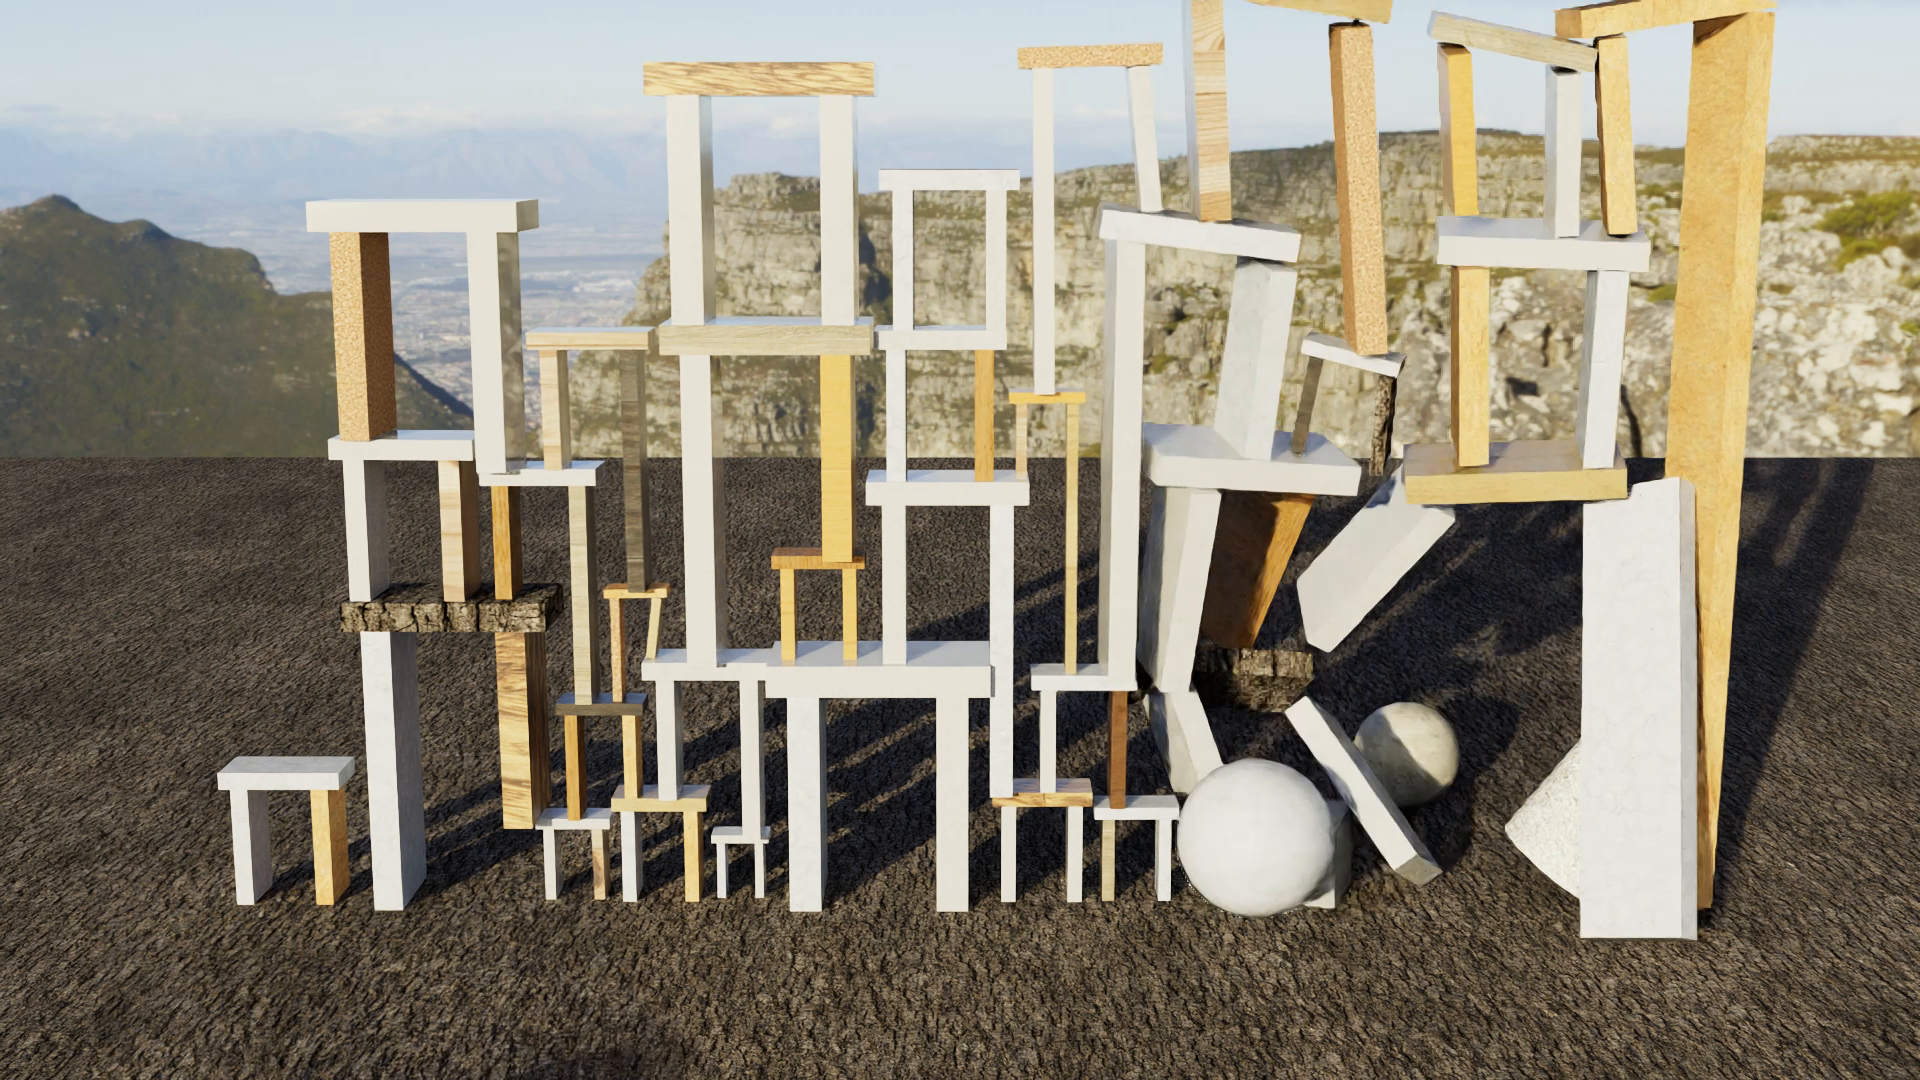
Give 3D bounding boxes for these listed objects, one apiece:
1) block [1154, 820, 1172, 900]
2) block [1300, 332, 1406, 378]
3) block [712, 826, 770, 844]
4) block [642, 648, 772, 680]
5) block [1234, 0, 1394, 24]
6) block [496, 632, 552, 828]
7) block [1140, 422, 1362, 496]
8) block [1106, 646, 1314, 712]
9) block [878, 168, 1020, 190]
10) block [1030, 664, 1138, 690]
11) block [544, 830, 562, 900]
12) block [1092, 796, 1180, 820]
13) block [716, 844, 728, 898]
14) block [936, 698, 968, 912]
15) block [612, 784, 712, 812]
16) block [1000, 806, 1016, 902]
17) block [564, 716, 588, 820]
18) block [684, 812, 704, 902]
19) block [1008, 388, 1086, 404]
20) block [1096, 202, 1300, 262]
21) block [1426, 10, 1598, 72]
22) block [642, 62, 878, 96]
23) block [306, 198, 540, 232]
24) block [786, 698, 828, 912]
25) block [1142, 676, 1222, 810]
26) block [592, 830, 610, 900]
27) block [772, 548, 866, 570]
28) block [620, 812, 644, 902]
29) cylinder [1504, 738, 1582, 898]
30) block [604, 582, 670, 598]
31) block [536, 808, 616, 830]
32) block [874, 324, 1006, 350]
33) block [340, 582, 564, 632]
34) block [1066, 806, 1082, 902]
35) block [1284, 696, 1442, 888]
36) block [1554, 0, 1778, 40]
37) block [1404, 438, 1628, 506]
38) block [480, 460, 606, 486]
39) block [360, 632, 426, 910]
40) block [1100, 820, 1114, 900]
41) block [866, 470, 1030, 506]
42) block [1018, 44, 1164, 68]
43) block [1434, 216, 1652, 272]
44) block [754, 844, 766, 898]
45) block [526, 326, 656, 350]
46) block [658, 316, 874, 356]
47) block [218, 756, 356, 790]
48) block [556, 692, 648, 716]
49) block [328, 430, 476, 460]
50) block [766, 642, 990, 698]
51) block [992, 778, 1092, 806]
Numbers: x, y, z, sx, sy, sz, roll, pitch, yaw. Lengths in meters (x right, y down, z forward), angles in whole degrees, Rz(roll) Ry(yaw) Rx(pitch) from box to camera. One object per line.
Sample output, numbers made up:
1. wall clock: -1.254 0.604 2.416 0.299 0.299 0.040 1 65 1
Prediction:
1. block: 0.338 0.521 3.657 0.020 0.139 0.070 0 11 0
2. block: 0.633 -0.299 3.535 0.158 0.022 0.079 16 20 14
3. block: -0.364 0.490 3.654 0.095 0.013 0.047 0 11 -1
4. block: -0.412 0.203 3.596 0.202 0.029 0.101 0 11 0
5. block: 0.484 -0.843 3.374 0.332 0.047 0.166 8 14 -2
6. block: -0.716 0.293 3.616 0.046 0.327 0.163 0 11 1
7. block: 0.460 -0.133 3.596 0.347 0.049 0.173 3 21 -15
8. block: 0.437 0.243 3.874 0.331 0.047 0.166 4 -26 -10
9. block: -0.016 -0.567 3.453 0.218 0.031 0.109 0 11 0
10. block: 0.202 0.224 3.603 0.172 0.024 0.086 0 10 -1
11. block: -0.677 0.530 3.660 0.017 0.121 0.061 0 11 0
12. block: 0.290 0.443 3.642 0.140 0.020 0.070 0 11 -1
13. block: -0.395 0.543 3.664 0.013 0.095 0.047 0 11 0
14. block: -0.012 0.413 3.641 0.051 0.359 0.180 0 11 0
15. block: -0.493 0.427 3.639 0.155 0.022 0.077 0 11 0
16. block: 0.080 0.509 3.655 0.023 0.164 0.082 0 11 0
17. block: -0.633 0.366 3.624 0.020 0.178 0.070 0 11 0
18. block: -0.442 0.514 3.655 0.022 0.155 0.077 0 11 0
19. block: 0.139 -0.231 3.518 0.121 0.017 0.060 -1 11 1
20. block: 0.371 -0.486 3.464 0.307 0.043 0.153 7 13 -1
21. block: 0.846 -0.767 3.377 0.247 0.035 0.124 13 18 5
22. block: -0.306 -0.717 3.426 0.350 0.050 0.175 0 11 0
23. block: -0.843 -0.512 3.465 0.325 0.046 0.162 0 11 1
24. block: -0.252 0.412 3.641 0.051 0.359 0.180 0 10 0
25. block: 0.399 0.390 3.740 0.047 0.331 0.166 -12 -23 -12
26. block: -0.597 0.530 3.660 0.017 0.121 0.061 -1 11 0
27. block: -0.228 0.029 3.566 0.149 0.021 0.075 0 11 0
28. block: -0.545 0.514 3.655 0.022 0.155 0.077 0 10 0
29. cylinder: 1.036 0.462 3.612 0.196 0.196 0.196 35 14 -10
30. block: -0.525 0.082 3.575 0.101 0.014 0.050 -1 11 -1
31. block: -0.637 0.462 3.646 0.121 0.017 0.061 0 11 0
32. block: -0.031 -0.323 3.498 0.209 0.030 0.104 0 11 0
33. block: -0.824 0.109 3.583 0.327 0.046 0.163 0 11 0
34. block: 0.189 0.509 3.655 0.023 0.164 0.082 0 11 0
35. block: 0.678 0.422 3.697 0.047 0.331 0.166 -38 -30 11
36. block: 1.081 -0.817 3.381 0.294 0.042 0.147 -9 14 2
37. block: 0.903 -0.113 3.598 0.344 0.049 0.172 -2 19 11
38. block: -0.671 -0.108 3.539 0.184 0.026 0.092 0 11 0
39. block: -0.933 0.361 3.630 0.046 0.465 0.163 0 11 0
40. block: 0.244 0.521 3.657 0.020 0.140 0.070 0 11 0
41. block: -0.019 -0.085 3.543 0.258 0.037 0.129 0 11 0
42. block: 0.202 -0.752 3.412 0.221 0.031 0.111 -1 13 4
43. block: 0.914 -0.469 3.471 0.318 0.045 0.159 3 20 9
44. block: -0.332 0.543 3.664 0.013 0.095 0.047 0 11 0
45. block: -0.585 -0.321 3.495 0.191 0.027 0.095 0 11 0
46. block: -0.304 -0.326 3.499 0.328 0.046 0.164 0 11 0
47. block: -1.109 0.384 3.627 0.196 0.028 0.098 0 11 0
48. block: -0.586 0.269 3.605 0.140 0.020 0.070 0 11 0
49. block: -0.881 -0.152 3.523 0.229 0.032 0.114 0 11 2
50. block: -0.131 0.211 3.604 0.359 0.051 0.180 0 11 0
51. block: 0.135 0.417 3.638 0.164 0.023 0.082 0 11 0
